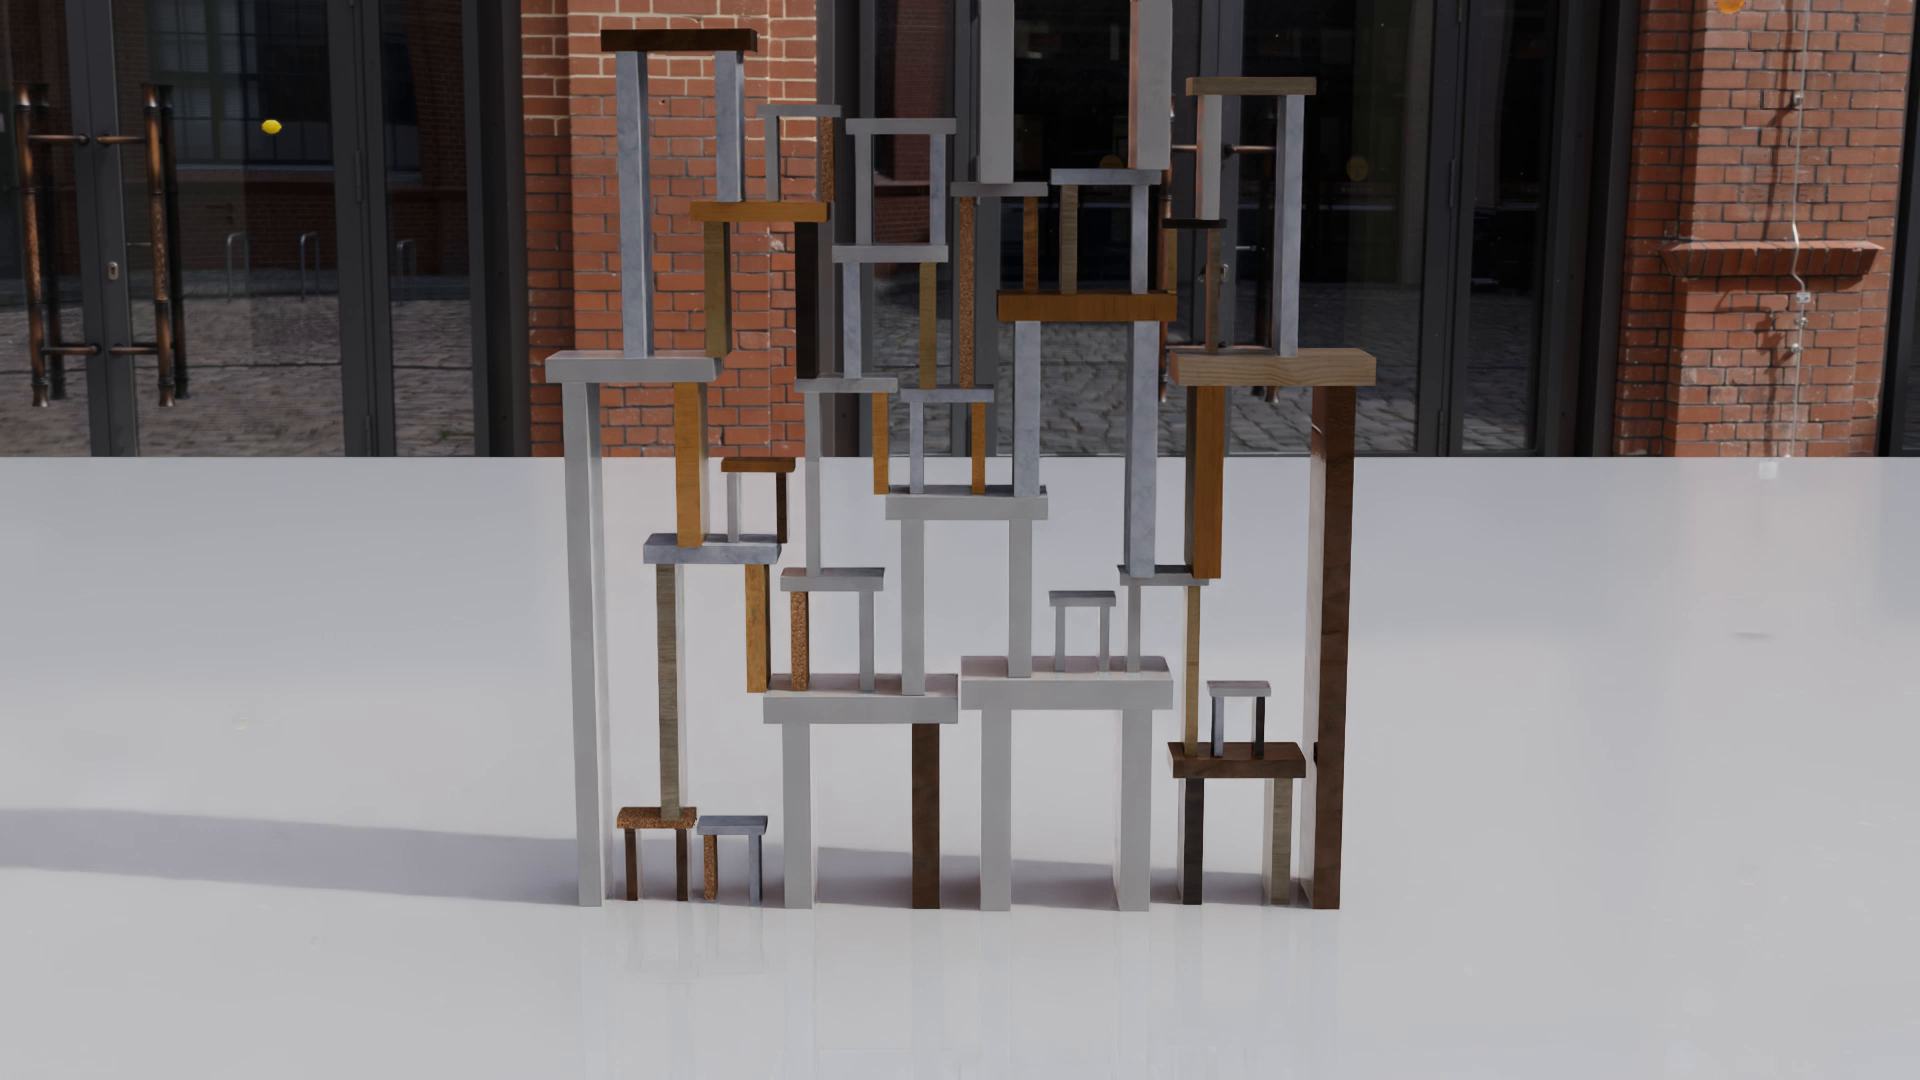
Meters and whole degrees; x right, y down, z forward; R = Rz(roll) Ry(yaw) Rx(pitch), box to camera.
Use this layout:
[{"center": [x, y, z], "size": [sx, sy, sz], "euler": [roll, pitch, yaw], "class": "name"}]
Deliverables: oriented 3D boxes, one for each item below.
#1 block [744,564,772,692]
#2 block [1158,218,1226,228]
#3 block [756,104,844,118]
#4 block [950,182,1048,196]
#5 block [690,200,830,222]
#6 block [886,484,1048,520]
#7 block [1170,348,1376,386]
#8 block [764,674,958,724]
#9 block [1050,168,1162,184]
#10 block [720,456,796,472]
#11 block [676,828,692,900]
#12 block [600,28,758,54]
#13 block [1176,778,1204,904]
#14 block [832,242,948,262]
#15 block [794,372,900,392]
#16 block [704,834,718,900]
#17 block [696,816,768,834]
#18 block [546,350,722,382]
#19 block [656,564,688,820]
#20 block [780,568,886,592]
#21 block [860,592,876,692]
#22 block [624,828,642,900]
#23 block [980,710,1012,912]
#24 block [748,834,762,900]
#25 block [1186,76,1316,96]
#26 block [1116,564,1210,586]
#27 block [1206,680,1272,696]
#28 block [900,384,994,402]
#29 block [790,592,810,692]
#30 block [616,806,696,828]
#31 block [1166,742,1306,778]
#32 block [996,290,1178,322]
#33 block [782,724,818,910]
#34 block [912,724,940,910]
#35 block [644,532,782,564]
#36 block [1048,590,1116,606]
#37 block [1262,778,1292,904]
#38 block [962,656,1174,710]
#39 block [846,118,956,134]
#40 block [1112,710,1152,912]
[{"center": [-0.329, 0.133, 3.588], "size": [0.030, 0.212, 0.106], "euler": [0, 11, 0], "class": "block"}, {"center": [0.367, -0.500, 3.470], "size": [0.102, 0.014, 0.051], "euler": [0, 10, 0], "class": "block"}, {"center": [-0.250, -0.671, 3.437], "size": [0.131, 0.018, 0.065], "euler": [1, 11, 0], "class": "block"}, {"center": [0.061, -0.552, 3.458], "size": [0.152, 0.022, 0.076], "euler": [0, 11, 0], "class": "block"}, {"center": [-0.313, -0.519, 3.466], "size": [0.211, 0.030, 0.106], "euler": [1, 11, 0], "class": "block"}, {"center": [0.011, -0.061, 3.544], "size": [0.257, 0.036, 0.129], "euler": [0, 11, 0], "class": "block"}, {"center": [0.495, -0.277, 3.509], "size": [0.308, 0.044, 0.154], "euler": [0, 11, 0], "class": "block"}, {"center": [-0.160, 0.259, 3.612], "size": [0.313, 0.044, 0.157], "euler": [0, 11, 0], "class": "block"}, {"center": [0.227, -0.571, 3.451], "size": [0.170, 0.024, 0.085], "euler": [0, 11, 0], "class": "block"}, {"center": [-0.324, -0.122, 3.539], "size": [0.115, 0.016, 0.058], "euler": [0, 11, 0], "class": "block"}, {"center": [-0.458, 0.530, 3.653], "size": [0.018, 0.124, 0.062], "euler": [0, 11, 0], "class": "block"}, {"center": [-0.434, -0.773, 3.408], "size": [0.229, 0.032, 0.114], "euler": [0, 11, 0], "class": "block"}, {"center": [0.382, 0.484, 3.649], "size": [0.031, 0.216, 0.108], "euler": [0, 11, 0], "class": "block"}, {"center": [-0.110, -0.454, 3.473], "size": [0.182, 0.026, 0.091], "euler": [0, 11, -1], "class": "block"}, {"center": [-0.180, -0.251, 3.512], "size": [0.163, 0.023, 0.081], "euler": [0, 11, 0], "class": "block"}, {"center": [-0.414, 0.535, 3.657], "size": [0.016, 0.112, 0.056], "euler": [0, 11, 0], "class": "block"}, {"center": [-0.377, 0.473, 3.646], "size": [0.112, 0.016, 0.056], "euler": [0, 11, 0], "class": "block"}, {"center": [-0.518, -0.278, 3.510], "size": [0.263, 0.037, 0.131], "euler": [0, 11, 0], "class": "block"}, {"center": [-0.472, 0.239, 3.609], "size": [0.030, 0.428, 0.106], "euler": [0, 11, 0], "class": "block"}, {"center": [-0.206, 0.064, 3.574], "size": [0.166, 0.023, 0.083], "euler": [0, 11, 0], "class": "block"}, {"center": [-0.151, 0.157, 3.591], "size": [0.023, 0.166, 0.083], "euler": [0, 11, 0], "class": "block"}, {"center": [-0.542, 0.530, 3.653], "size": [0.018, 0.124, 0.062], "euler": [0, 10, 0], "class": "block"}, {"center": [0.058, 0.423, 3.638], "size": [0.048, 0.339, 0.170], "euler": [0, 11, 0], "class": "block"}, {"center": [-0.340, 0.535, 3.657], "size": [0.016, 0.112, 0.056], "euler": [0, 11, 0], "class": "block"}, {"center": [0.452, -0.707, 3.426], "size": [0.191, 0.027, 0.095], "euler": [0, 11, 0], "class": "block"}, {"center": [0.329, 0.057, 3.574], "size": [0.144, 0.020, 0.072], "euler": [0, 11, 0], "class": "block"}, {"center": [0.456, 0.243, 3.601], "size": [0.100, 0.014, 0.050], "euler": [0, 11, 0], "class": "block"}, {"center": [-0.020, -0.235, 3.513], "size": [0.148, 0.021, 0.074], "euler": [0, 11, 0], "class": "block"}, {"center": [-0.261, 0.156, 3.591], "size": [0.023, 0.166, 0.083], "euler": [0, 11, 0], "class": "block"}, {"center": [-0.502, 0.460, 3.641], "size": [0.124, 0.018, 0.062], "euler": [0, 10, 0], "class": "block"}, {"center": [0.454, 0.363, 3.626], "size": [0.216, 0.031, 0.108], "euler": [0, 11, 0], "class": "block"}, {"center": [0.198, -0.373, 3.491], "size": [0.278, 0.039, 0.139], "euler": [0, 11, 0], "class": "block"}, {"center": [-0.264, 0.435, 3.644], "size": [0.044, 0.313, 0.157], "euler": [0, 11, 0], "class": "block"}, {"center": [-0.055, 0.435, 3.644], "size": [0.044, 0.313, 0.157], "euler": [0, 11, 0], "class": "block"}, {"center": [-0.400, 0.014, 3.566], "size": [0.212, 0.030, 0.106], "euler": [0, 11, 0], "class": "block"}, {"center": [0.198, 0.095, 3.578], "size": [0.108, 0.015, 0.054], "euler": [0, 11, 0], "class": "block"}, {"center": [0.526, 0.484, 3.649], "size": [0.031, 0.216, 0.108], "euler": [0, 11, 0], "class": "block"}, {"center": [0.172, 0.233, 3.602], "size": [0.339, 0.048, 0.170], "euler": [0, 11, 0], "class": "block"}, {"center": [-0.092, -0.647, 3.438], "size": [0.171, 0.024, 0.085], "euler": [0, 10, -1], "class": "block"}, {"center": [0.285, 0.423, 3.638], "size": [0.048, 0.339, 0.170], "euler": [0, 11, 0], "class": "block"}]
